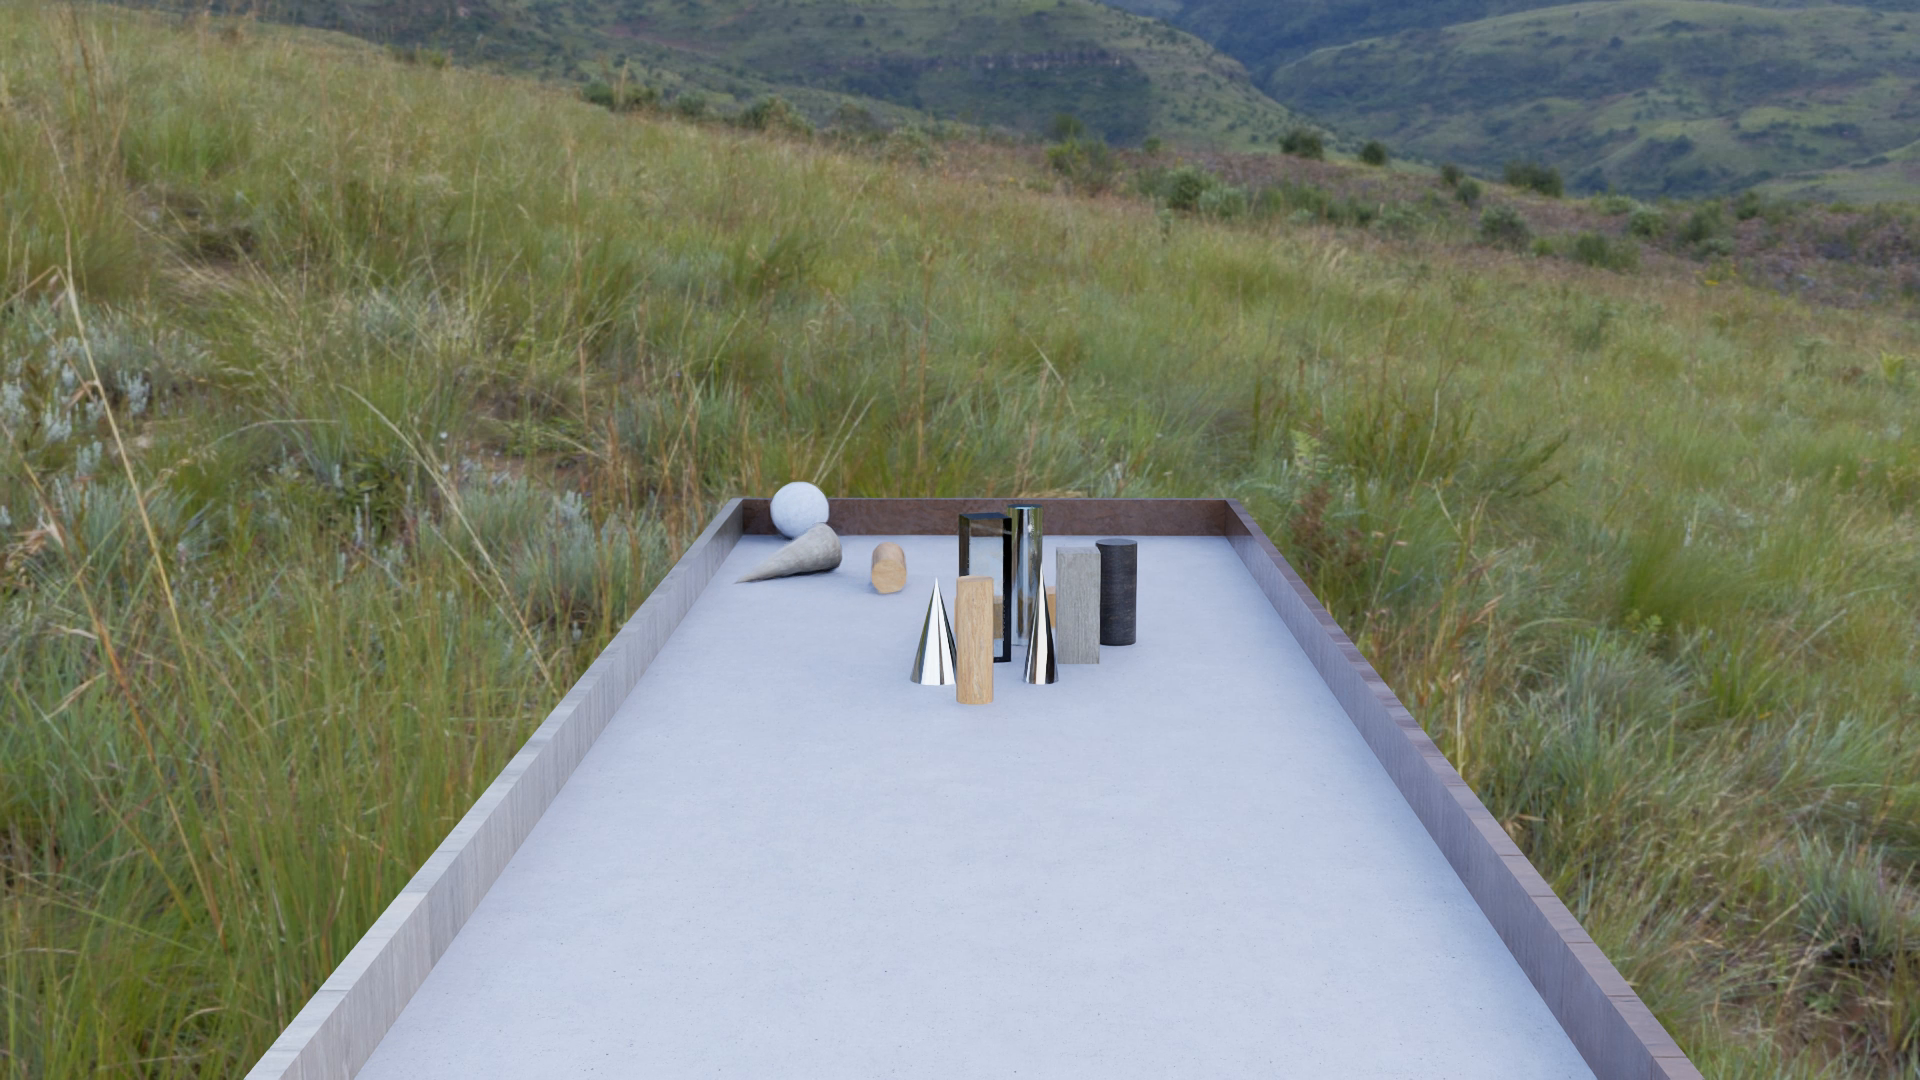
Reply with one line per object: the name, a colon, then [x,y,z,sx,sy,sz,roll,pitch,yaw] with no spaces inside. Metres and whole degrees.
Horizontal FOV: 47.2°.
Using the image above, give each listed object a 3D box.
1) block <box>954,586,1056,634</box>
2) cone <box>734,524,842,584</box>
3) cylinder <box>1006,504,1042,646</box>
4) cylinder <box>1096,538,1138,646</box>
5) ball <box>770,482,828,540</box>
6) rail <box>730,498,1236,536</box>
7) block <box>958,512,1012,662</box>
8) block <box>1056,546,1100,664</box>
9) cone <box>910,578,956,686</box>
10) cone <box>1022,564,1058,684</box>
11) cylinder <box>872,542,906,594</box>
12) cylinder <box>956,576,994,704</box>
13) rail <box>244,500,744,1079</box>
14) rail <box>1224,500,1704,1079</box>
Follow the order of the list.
block: [0.197,0.232,7.177,0.440,0.115,0.115,-6,11,-33]
cone: [-0.666,0.093,8.146,0.459,0.179,0.179,-22,22,-40]
cylinder: [0.203,0.109,6.923,0.113,0.437,0.113,0,9,0]
cylinder: [0.492,0.164,6.948,0.133,0.321,0.133,0,9,0]
ball: [-0.657,-0.121,9.007,0.239,0.239,0.239,0,9,0]
rail: [0.099,-0.098,9.147,2.100,0.150,0.050,0,9,1]
block: [0.076,0.145,6.681,0.128,0.442,0.128,-3,9,-17]
block: [0.357,0.198,6.680,0.126,0.338,0.126,0,9,-1]
cone: [-0.068,0.258,6.417,0.160,0.303,0.160,0,9,0]
cone: [0.236,0.237,6.396,0.106,0.350,0.106,0,9,0]
cylinder: [-0.260,0.099,7.987,0.125,0.125,0.382,0,9,-2]
cylinder: [0.042,0.279,6.141,0.103,0.347,0.103,0,9,0]
rail: [-1.004,0.839,3.234,0.050,0.150,12.000,0,9,1]
rail: [1.046,0.843,3.208,0.050,0.150,12.000,0,9,1]
